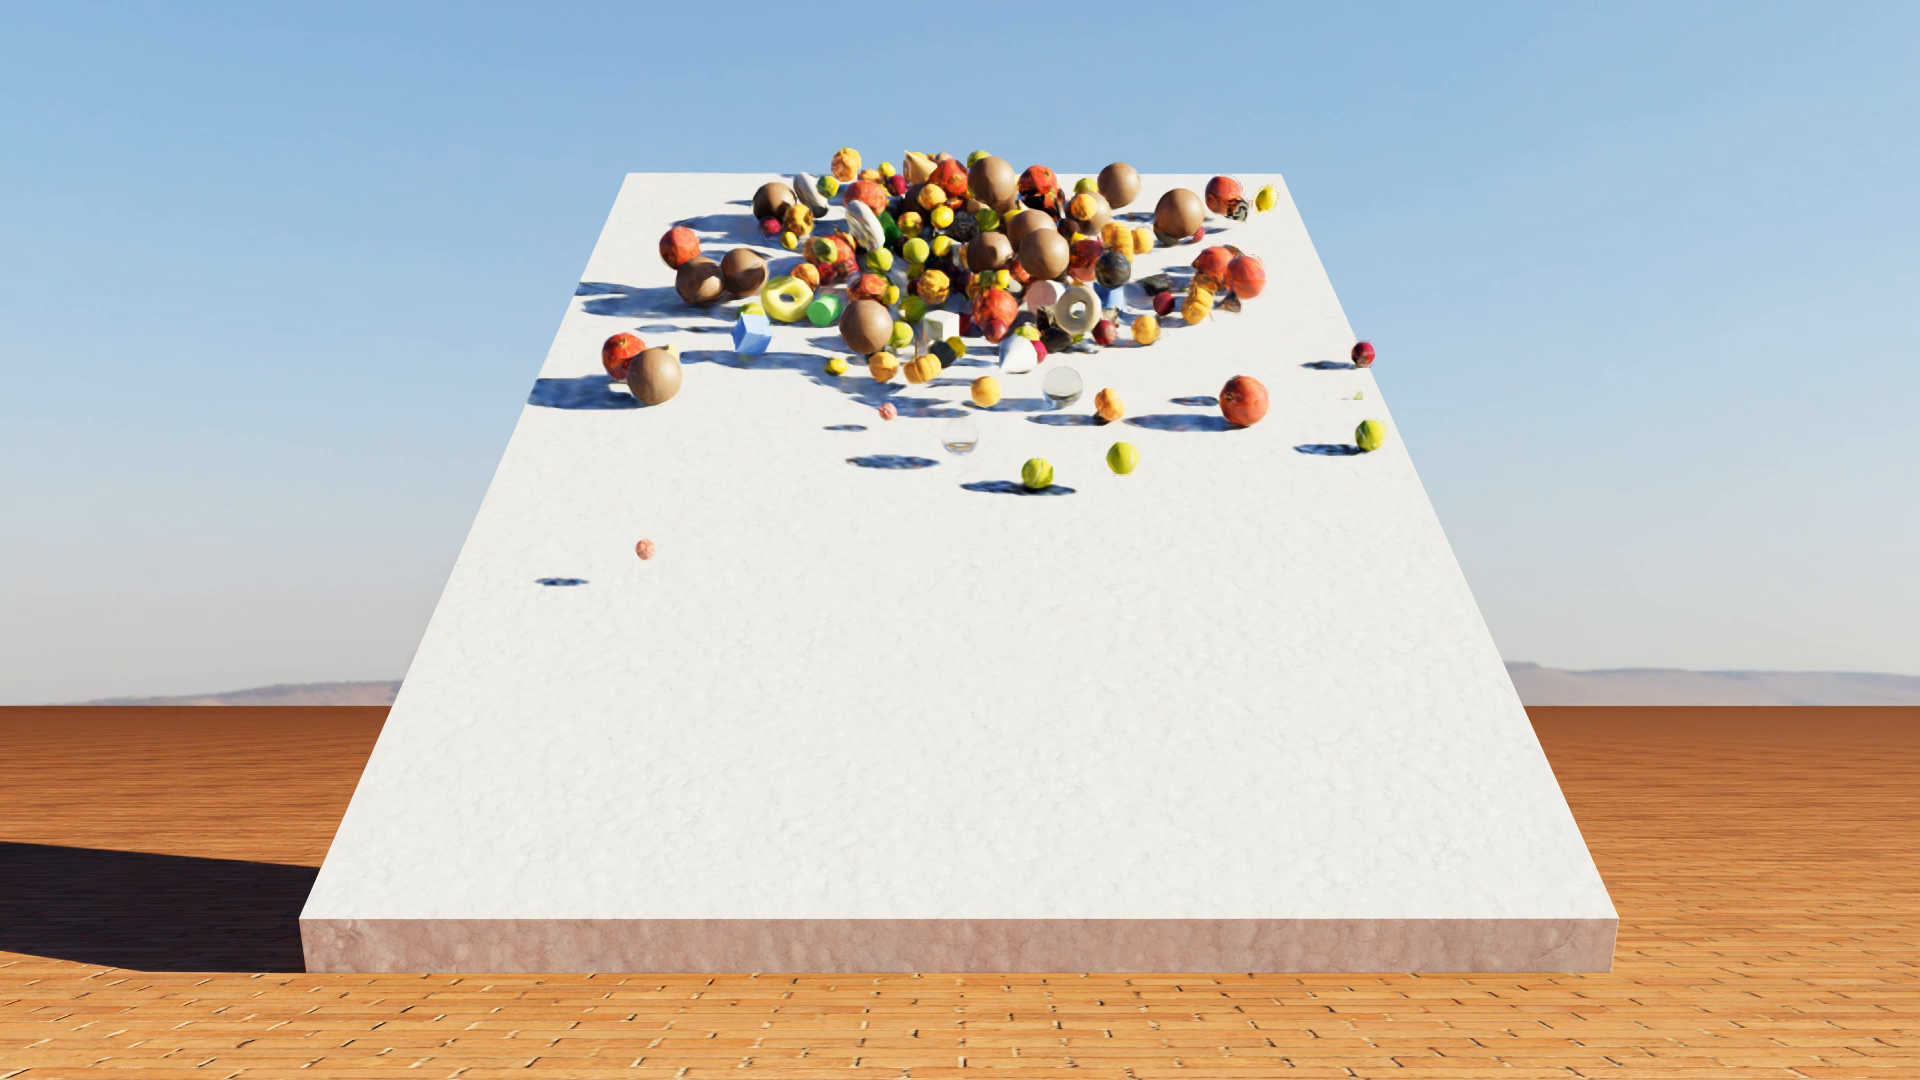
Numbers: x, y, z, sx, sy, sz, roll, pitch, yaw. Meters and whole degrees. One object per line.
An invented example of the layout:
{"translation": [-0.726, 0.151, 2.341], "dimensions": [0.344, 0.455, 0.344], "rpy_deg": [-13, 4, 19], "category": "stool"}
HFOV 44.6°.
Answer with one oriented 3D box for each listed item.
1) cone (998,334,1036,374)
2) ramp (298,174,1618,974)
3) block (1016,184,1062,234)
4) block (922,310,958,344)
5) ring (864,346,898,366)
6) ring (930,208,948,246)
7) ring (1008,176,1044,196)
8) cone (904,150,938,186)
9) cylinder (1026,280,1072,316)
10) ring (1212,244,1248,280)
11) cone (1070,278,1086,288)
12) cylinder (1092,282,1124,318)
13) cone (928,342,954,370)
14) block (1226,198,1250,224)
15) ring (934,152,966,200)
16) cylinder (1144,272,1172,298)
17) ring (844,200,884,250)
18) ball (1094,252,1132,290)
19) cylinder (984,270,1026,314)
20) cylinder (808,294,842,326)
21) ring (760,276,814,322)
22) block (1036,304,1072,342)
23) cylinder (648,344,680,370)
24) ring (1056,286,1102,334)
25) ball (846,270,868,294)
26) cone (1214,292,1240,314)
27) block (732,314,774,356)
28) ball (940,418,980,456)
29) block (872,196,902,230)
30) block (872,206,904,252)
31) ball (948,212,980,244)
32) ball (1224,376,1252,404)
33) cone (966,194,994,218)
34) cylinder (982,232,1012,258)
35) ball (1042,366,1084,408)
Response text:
{"translation": [0.110, -0.405, 5.369], "dimensions": [0.100, 0.100, 0.100], "rpy_deg": [-2, 26, 31], "category": "cone"}
{"translation": [-0.009, -0.229, 5.381], "dimensions": [2.000, 0.100, 4.000], "rpy_deg": [0, 25, 0], "category": "ramp"}
{"translation": [0.211, -0.884, 6.264], "dimensions": [0.095, 0.095, 0.095], "rpy_deg": [-13, 21, 11], "category": "block"}
{"translation": [-0.049, -0.527, 5.823], "dimensions": [0.065, 0.065, 0.065], "rpy_deg": [17, 30, 32], "category": "block"}
{"translation": [-0.192, -0.449, 5.699], "dimensions": [0.083, 0.028, 0.083], "rpy_deg": [-2, 26, 1], "category": "ring"}
{"translation": [-0.057, -0.869, 6.503], "dimensions": [0.036, 0.108, 0.108], "rpy_deg": [0, -4, -10], "category": "ring"}
{"translation": [0.196, -1.055, 6.983], "dimensions": [0.110, 0.037, 0.110], "rpy_deg": [-1, 30, 0], "category": "ring"}
{"translation": [-0.125, -1.051, 6.525], "dimensions": [0.091, 0.091, 0.091], "rpy_deg": [49, -23, -16], "category": "cone"}
{"translation": [0.232, -0.610, 5.941], "dimensions": [0.093, 0.093, 0.093], "rpy_deg": [-3, 1, 33], "category": "cylinder"}
{"translation": [0.718, -0.739, 6.227], "dimensions": [0.102, 0.102, 0.034], "rpy_deg": [-4, 33, 45], "category": "ring"}
{"translation": [0.318, -0.636, 5.975], "dimensions": [0.056, 0.056, 0.056], "rpy_deg": [11, 3, 36], "category": "cone"}
{"translation": [0.377, -0.612, 5.989], "dimensions": [0.080, 0.080, 0.080], "rpy_deg": [0, 25, 0], "category": "cylinder"}
{"translation": [-0.039, -0.443, 5.686], "dimensions": [0.066, 0.066, 0.066], "rpy_deg": [-1, -2, 10], "category": "cone"}
{"translation": [0.789, -0.933, 6.638], "dimensions": [0.057, 0.057, 0.057], "rpy_deg": [15, 6, 8], "category": "block"}
{"translation": [-0.029, -1.073, 6.906], "dimensions": [0.050, 0.150, 0.150], "rpy_deg": [-25, -12, 18], "category": "ring"}
{"translation": [0.519, -0.670, 6.143], "dimensions": [0.053, 0.053, 0.053], "rpy_deg": [-36, 20, -36], "category": "cylinder"}
{"translation": [-0.241, -0.791, 5.899], "dimensions": [0.046, 0.139, 0.139], "rpy_deg": [-33, 5, -14], "category": "ring"}
{"translation": [0.387, -0.683, 5.933], "dimensions": [0.096, 0.096, 0.096], "rpy_deg": [0, -4, 0], "category": "ball"}
{"translation": [0.114, -0.634, 5.983], "dimensions": [0.079, 0.079, 0.079], "rpy_deg": [39, 0, 7], "category": "cylinder"}
{"translation": [-0.343, -0.583, 5.940], "dimensions": [0.066, 0.066, 0.066], "rpy_deg": [-2, 22, 25], "category": "cylinder"}
{"translation": [-0.441, -0.615, 5.977], "dimensions": [0.138, 0.138, 0.046], "rpy_deg": [1, -31, -14], "category": "ring"}
{"translation": [0.237, -0.544, 5.858], "dimensions": [0.068, 0.068, 0.068], "rpy_deg": [-9, 27, -20], "category": "block"}
{"translation": [-0.703, -0.434, 5.561], "dimensions": [0.055, 0.055, 0.055], "rpy_deg": [-10, -7, 22], "category": "cylinder"}
{"translation": [0.284, -0.553, 5.636], "dimensions": [0.120, 0.120, 0.040], "rpy_deg": [-2, -8, 27], "category": "ring"}
{"translation": [-0.271, -0.678, 6.150], "dimensions": [0.059, 0.059, 0.059], "rpy_deg": [0, -4, 0], "category": "ball"}
{"translation": [0.649, -0.575, 5.747], "dimensions": [0.058, 0.058, 0.058], "rpy_deg": [-19, 1, -16], "category": "cone"}
{"translation": [-0.505, -0.498, 5.694], "dimensions": [0.069, 0.069, 0.069], "rpy_deg": [6, -46, -28], "category": "block"}
{"translation": [-0.001, -0.224, 5.101], "dimensions": [0.085, 0.085, 0.085], "rpy_deg": [0, -4, 0], "category": "ball"}
{"translation": [-0.207, -0.921, 6.635], "dimensions": [0.080, 0.080, 0.080], "rpy_deg": [2, 32, 3], "category": "block"}
{"translation": [-0.214, -0.854, 6.440], "dimensions": [0.077, 0.077, 0.077], "rpy_deg": [-34, -30, 7], "category": "block"}
{"translation": [0.009, -0.848, 6.362], "dimensions": [0.085, 0.085, 0.085], "rpy_deg": [0, -4, 0], "category": "ball"}
{"translation": [0.646, -0.350, 5.448], "dimensions": [0.066, 0.066, 0.066], "rpy_deg": [0, -4, 0], "category": "ball"}
{"translation": [0.068, -0.916, 6.514], "dimensions": [0.070, 0.070, 0.070], "rpy_deg": [30, 15, 35], "category": "cone"}
{"translation": [0.103, -0.812, 6.439], "dimensions": [0.059, 0.059, 0.059], "rpy_deg": [-3, 19, 39], "category": "cylinder"}
{"translation": [0.237, -0.354, 5.418], "dimensions": [0.097, 0.097, 0.097], "rpy_deg": [0, -4, 0], "category": "ball"}
